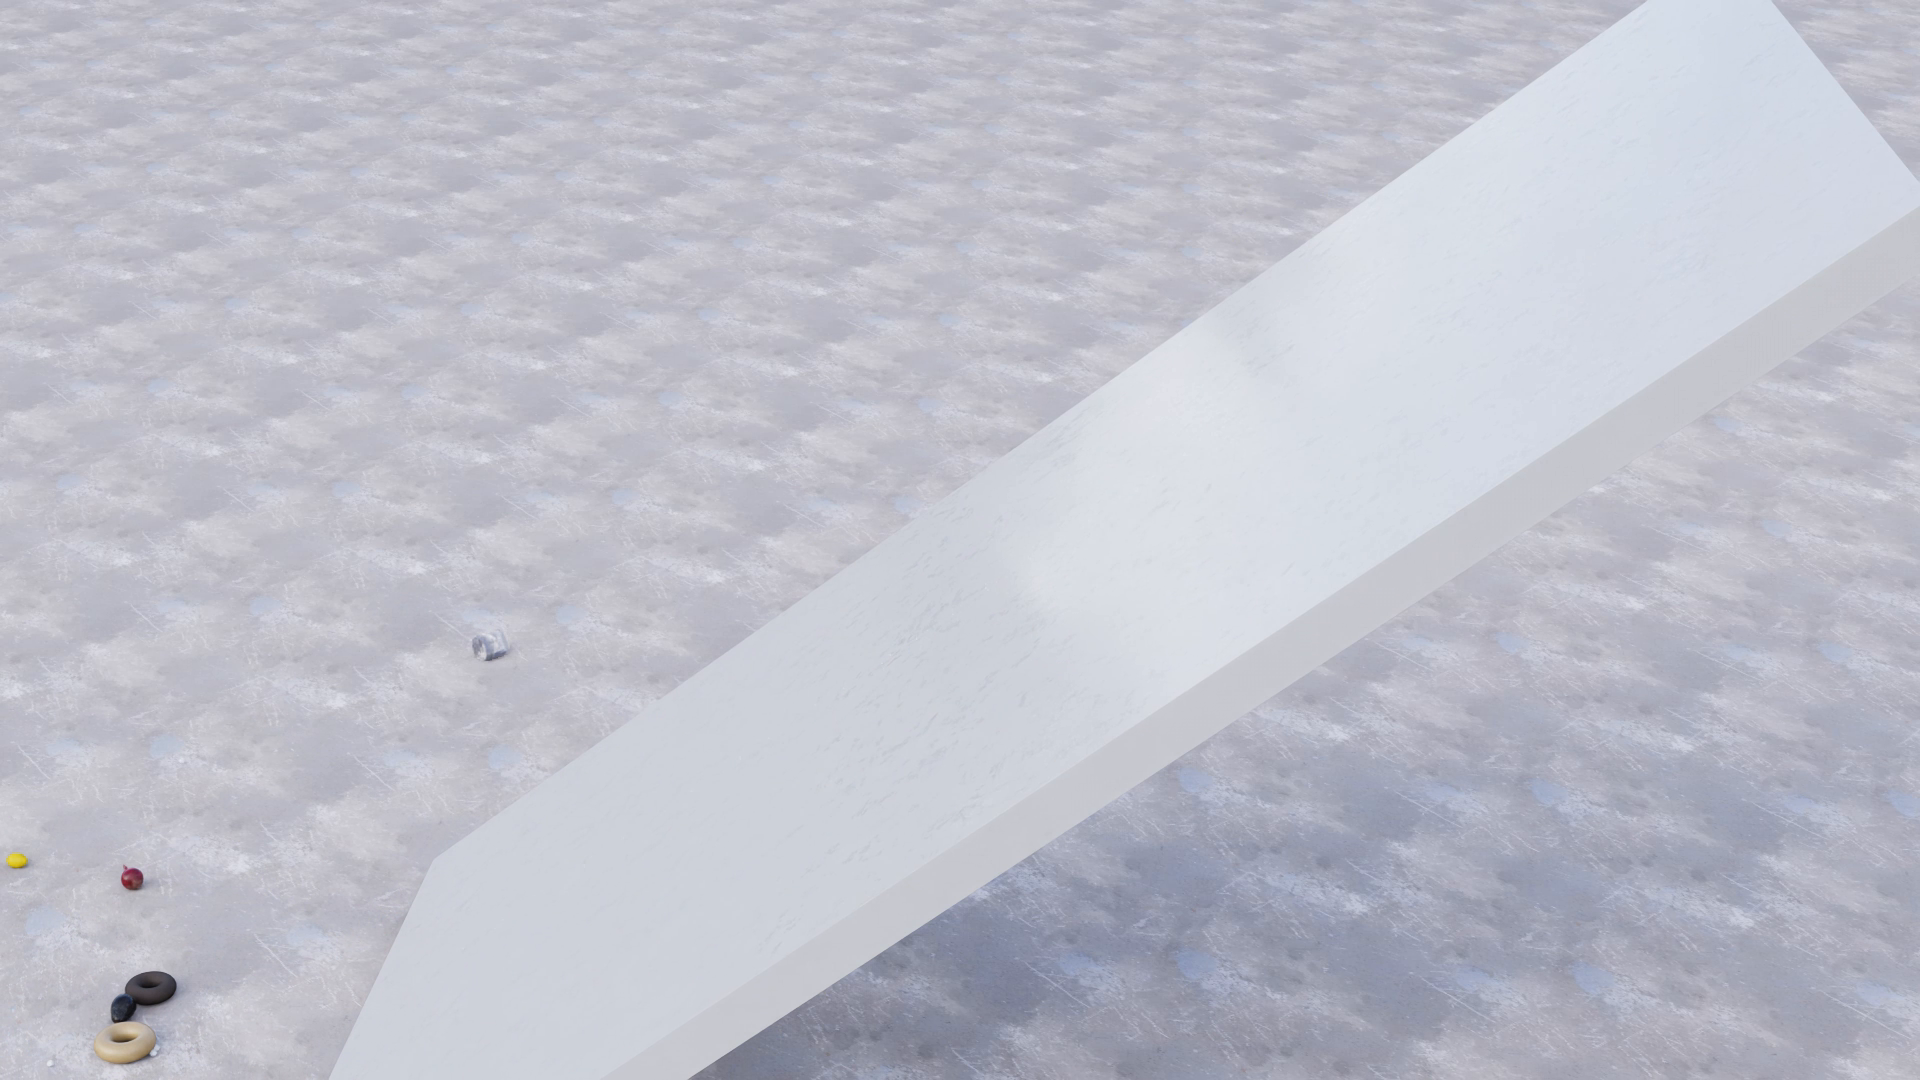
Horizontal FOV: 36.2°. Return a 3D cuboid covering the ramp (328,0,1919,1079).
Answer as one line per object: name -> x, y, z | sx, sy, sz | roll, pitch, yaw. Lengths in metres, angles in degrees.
ramp -> 0.125, 0.182, 6.330 | 4.000, 0.100, 2.000 | -35, 16, 17

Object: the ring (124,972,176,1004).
ring -> -2.020, 1.118, 7.342 | 0.125, 0.042, 0.125 | 1, 22, 0

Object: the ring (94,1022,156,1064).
ring -> -2.018, 1.214, 7.108 | 0.148, 0.049, 0.148 | 0, 22, 0

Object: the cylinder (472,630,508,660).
cylinder -> -1.462, 0.327, 9.147 | 0.079, 0.079, 0.079 | -20, 30, -38
